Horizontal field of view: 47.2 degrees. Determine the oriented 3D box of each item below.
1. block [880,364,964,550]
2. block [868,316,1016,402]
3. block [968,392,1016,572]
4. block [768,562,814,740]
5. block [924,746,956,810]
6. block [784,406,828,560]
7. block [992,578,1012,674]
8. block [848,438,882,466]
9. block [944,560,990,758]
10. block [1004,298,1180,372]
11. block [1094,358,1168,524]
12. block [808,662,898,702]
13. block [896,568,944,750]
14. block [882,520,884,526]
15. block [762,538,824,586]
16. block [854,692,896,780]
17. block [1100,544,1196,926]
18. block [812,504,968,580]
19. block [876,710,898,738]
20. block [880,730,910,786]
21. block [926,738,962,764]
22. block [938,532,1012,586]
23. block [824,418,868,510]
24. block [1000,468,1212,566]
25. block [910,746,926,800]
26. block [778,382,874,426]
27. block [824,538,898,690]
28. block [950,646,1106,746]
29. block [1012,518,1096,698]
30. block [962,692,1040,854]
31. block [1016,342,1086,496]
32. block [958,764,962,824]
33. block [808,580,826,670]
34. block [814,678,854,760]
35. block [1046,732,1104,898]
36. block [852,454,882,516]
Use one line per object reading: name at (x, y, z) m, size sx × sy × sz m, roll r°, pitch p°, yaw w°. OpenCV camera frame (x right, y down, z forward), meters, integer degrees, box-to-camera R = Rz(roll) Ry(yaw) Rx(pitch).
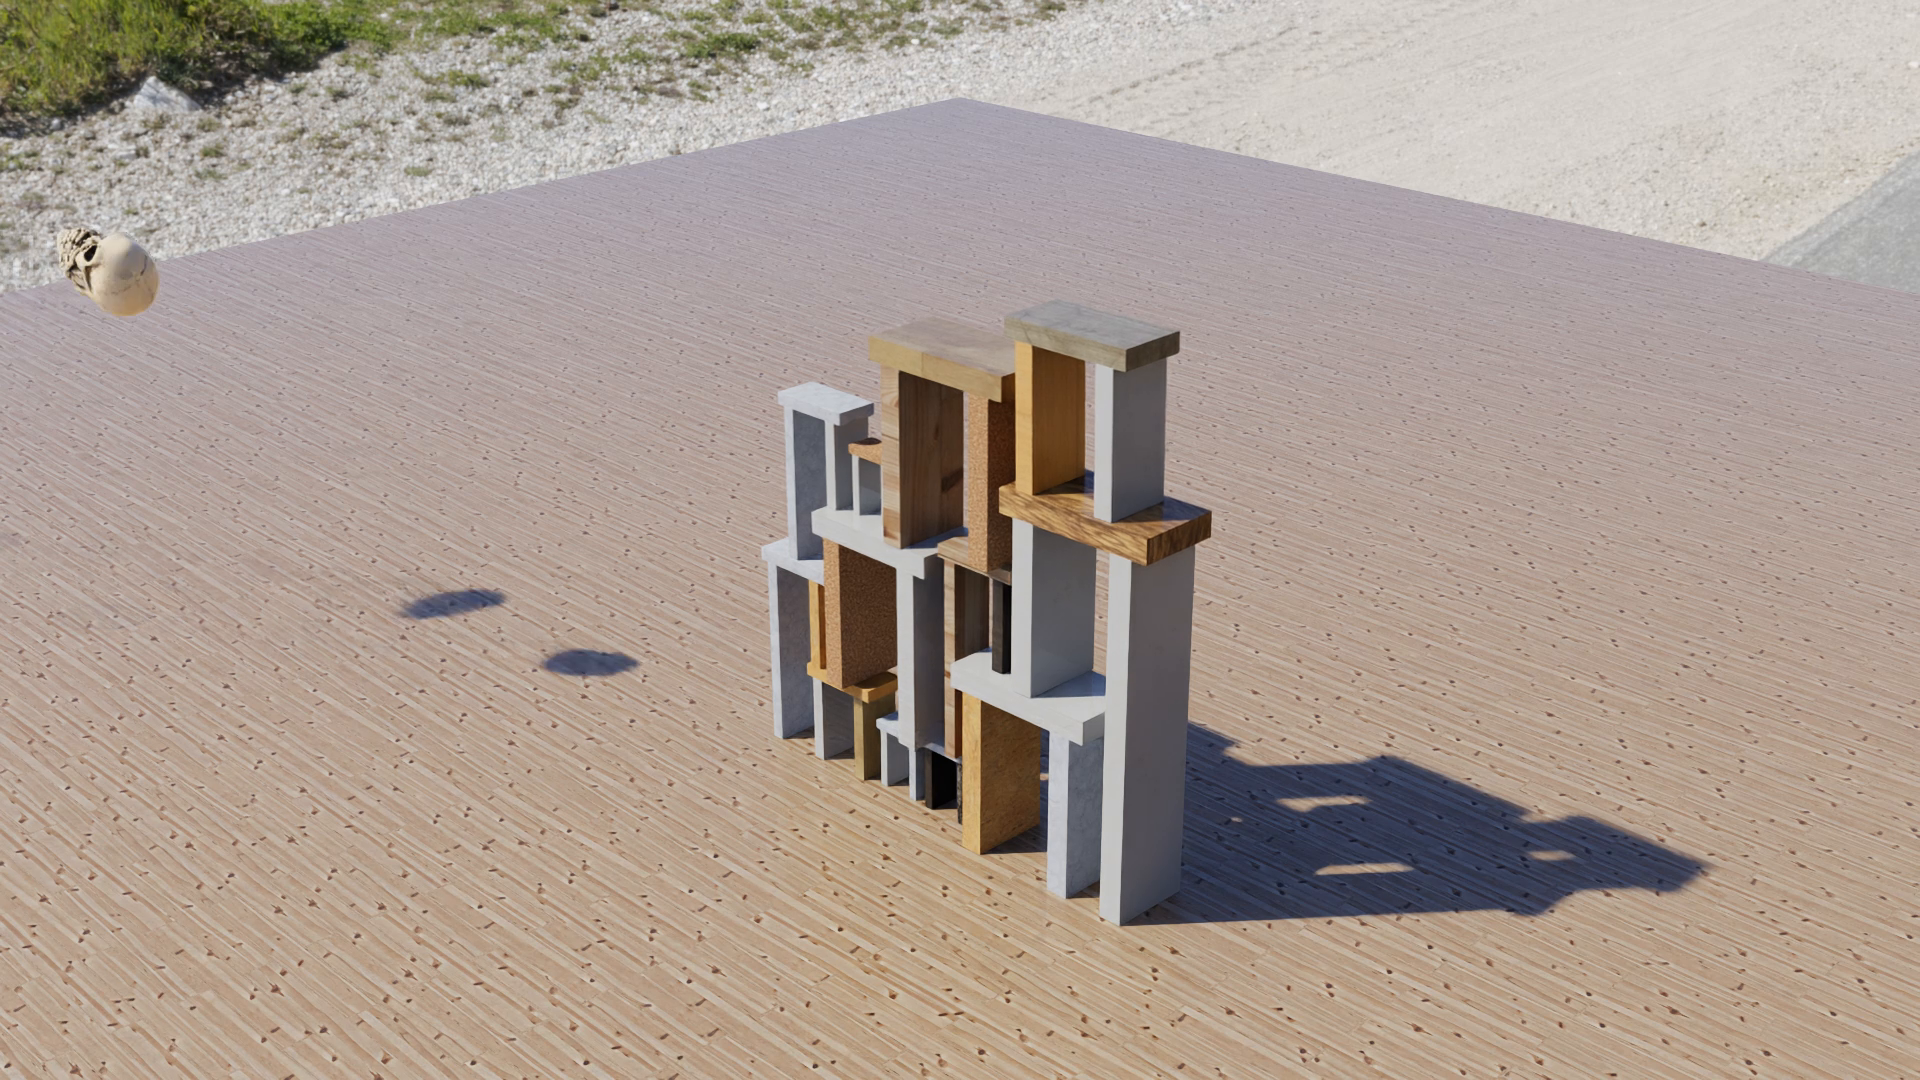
block at (-0.071, -0.179, 4.222) m, size 0.171 × 0.363 × 0.048 m, roll -21°, pitch 31°, yaw -40°
block at (0.011, -0.337, 4.068) m, size 0.341 × 0.048 × 0.171 m, roll 21°, pitch 31°, yaw 40°
block at (0.092, -0.127, 4.071) m, size 0.048 × 0.341 × 0.171 m, roll 21°, pitch 31°, yaw 40°
block at (-0.358, 0.224, 4.708) m, size 0.098 × 0.410 × 0.028 m, roll -21°, pitch 31°, yaw -41°
block at (-0.040, 0.473, 4.470) m, size 0.020 × 0.138 × 0.069 m, roll 21°, pitch 31°, yaw 41°
block at (-0.312, -0.126, 4.513) m, size 0.092 × 0.331 × 0.026 m, roll -21°, pitch 31°, yaw -41°
block at (0.104, 0.150, 4.168) m, size 0.027 × 0.191 × 0.095 m, roll 21°, pitch 31°, yaw 41°
block at (-0.154, -0.172, 4.325) m, size 0.063 × 0.018 × 0.125 m, roll -21°, pitch 31°, yaw -40°
block at (0.014, 0.221, 4.296) m, size 0.095 × 0.422 × 0.027 m, roll -21°, pitch 31°, yaw -40°
block at (0.227, -0.357, 3.813) m, size 0.282 × 0.040 × 0.141 m, roll 21°, pitch 31°, yaw 41°
block at (0.296, -0.184, 3.815) m, size 0.040 × 0.282 × 0.141 m, roll 21°, pitch 31°, yaw 41°
block at (-0.221, 0.283, 4.581) m, size 0.187 × 0.027 × 0.094 m, roll 21°, pitch 31°, yaw 41°
block at (-0.049, 0.214, 4.365) m, size 0.162 × 0.381 × 0.046 m, roll -21°, pitch 31°, yaw -40°
block at (-0.125, -0.094, 4.325) m, size 0.063 × 0.125 × 0.018 m, roll -21°, pitch 31°, yaw -40°
block at (-0.312, 0.040, 4.580) m, size 0.098 × 0.028 × 0.196 m, roll -21°, pitch 31°, yaw -41°
block at (-0.176, 0.398, 4.582) m, size 0.027 × 0.187 × 0.094 m, roll 21°, pitch 31°, yaw 41°
block at (0.339, 0.345, 4.002) m, size 0.050 × 0.738 × 0.175 m, roll 21°, pitch 31°, yaw 41°
block at (-0.125, -0.013, 4.353) m, size 0.162 × 0.046 × 0.325 m, roll -21°, pitch 31°, yaw -40°
block at (-0.104, 0.386, 4.502) m, size 0.127 × 0.018 × 0.063 m, roll 21°, pitch 31°, yaw 41°
block at (-0.134, 0.441, 4.558) m, size 0.018 × 0.127 × 0.063 m, roll 21°, pitch 31°, yaw 41°
block at (-0.007, 0.413, 4.409) m, size 0.069 × 0.020 × 0.138 m, roll -21°, pitch 31°, yaw -40°
block at (0.059, 0.032, 4.167) m, size 0.191 × 0.027 × 0.095 m, roll 21°, pitch 31°, yaw 41°
block at (-0.225, -0.160, 4.404) m, size 0.092 × 0.185 × 0.026 m, roll -21°, pitch 31°, yaw -41°
block at (0.256, -0.050, 3.924) m, size 0.350 × 0.050 × 0.175 m, roll 21°, pitch 31°, yaw 41°
block at (-0.074, 0.465, 4.503) m, size 0.018 × 0.127 × 0.063 m, roll 21°, pitch 31°, yaw 41°
block at (-0.269, -0.274, 4.403) m, size 0.184 × 0.026 × 0.092 m, roll 21°, pitch 31°, yaw 40°
block at (-0.200, 0.128, 4.497) m, size 0.046 × 0.325 × 0.162 m, roll 21°, pitch 31°, yaw 40°
block at (0.162, 0.282, 4.162) m, size 0.340 × 0.048 × 0.170 m, roll 21°, pitch 31°, yaw 41°
block at (0.175, 0.102, 4.079) m, size 0.050 × 0.350 × 0.175 m, roll 21°, pitch 31°, yaw 41°
block at (0.082, 0.430, 4.312) m, size 0.048 × 0.340 × 0.170 m, roll 21°, pitch 31°, yaw 41°
block at (0.162, -0.234, 3.937) m, size 0.040 × 0.282 × 0.141 m, roll 21°, pitch 31°, yaw 41°
block at (0.026, 0.498, 4.410) m, size 0.020 × 0.138 × 0.069 m, roll 22°, pitch 31°, yaw 40°
block at (-0.266, 0.162, 4.581) m, size 0.098 × 0.196 × 0.028 m, roll -21°, pitch 31°, yaw -40°
block at (-0.265, 0.364, 4.663) m, size 0.094 × 0.187 × 0.027 m, roll -21°, pitch 31°, yaw -41°
block at (0.243, 0.493, 4.164) m, size 0.048 × 0.340 × 0.170 m, roll 21°, pitch 31°, yaw 41°
block at (-0.184, -0.117, 4.380) m, size 0.063 × 0.125 × 0.018 m, roll -21°, pitch 31°, yaw -40°
